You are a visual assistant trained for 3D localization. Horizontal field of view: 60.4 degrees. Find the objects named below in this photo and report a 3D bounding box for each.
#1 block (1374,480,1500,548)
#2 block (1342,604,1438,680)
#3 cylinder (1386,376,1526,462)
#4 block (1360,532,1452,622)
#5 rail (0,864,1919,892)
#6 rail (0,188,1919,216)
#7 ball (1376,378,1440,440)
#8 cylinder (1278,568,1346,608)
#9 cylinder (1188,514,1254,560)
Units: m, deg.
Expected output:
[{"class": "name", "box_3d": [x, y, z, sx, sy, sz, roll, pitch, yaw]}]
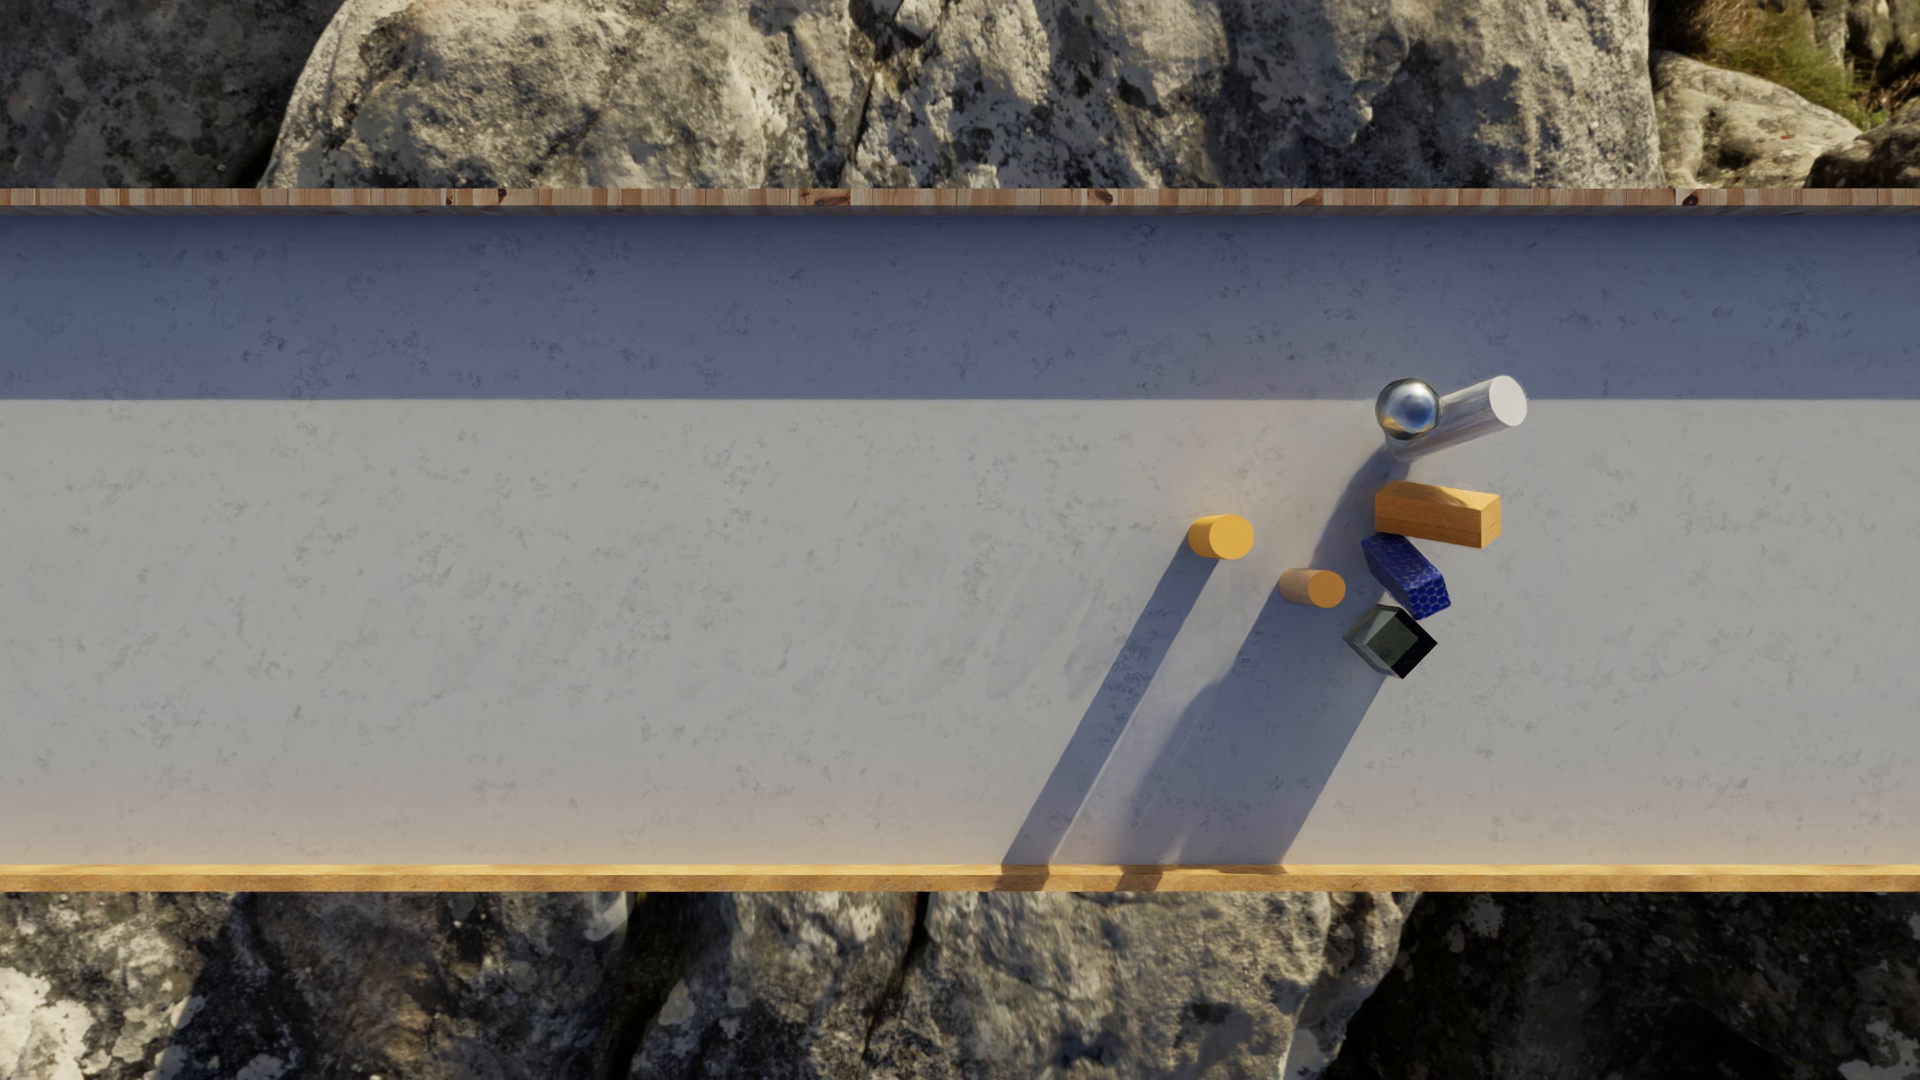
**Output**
[{"class": "block", "box_3d": [1.418, -0.079, 4.904, 0.337, 0.122, 0.122, 12, 119, 40]}, {"class": "block", "box_3d": [1.278, 0.300, 4.922, 0.147, 0.310, 0.147, 44, 90, 0]}, {"class": "cylinder", "box_3d": [1.456, -0.355, 4.862, 0.149, 0.413, 0.149, 7, 75, -29]}, {"class": "block", "box_3d": [1.324, 0.098, 4.909, 0.112, 0.322, 0.112, -25, 120, 0]}, {"class": "rail", "box_3d": [-2.247, 1.025, 5.001, 12.000, 0.150, 0.050, 0, 90, 0]}, {"class": "rail", "box_3d": [-2.247, -1.025, 5.002, 12.000, 0.150, 0.050, 0, 90, 0]}, {"class": "ball", "box_3d": [1.303, -0.380, 4.799, 0.184, 0.184, 0.184, 0, 90, 0]}, {"class": "cylinder", "box_3d": [1.033, 0.139, 4.861, 0.107, 0.432, 0.107, 0, 90, 0]}, {"class": "cylinder", "box_3d": [0.765, -0.009, 4.859, 0.128, 0.436, 0.128, 0, 90, 0]}]
